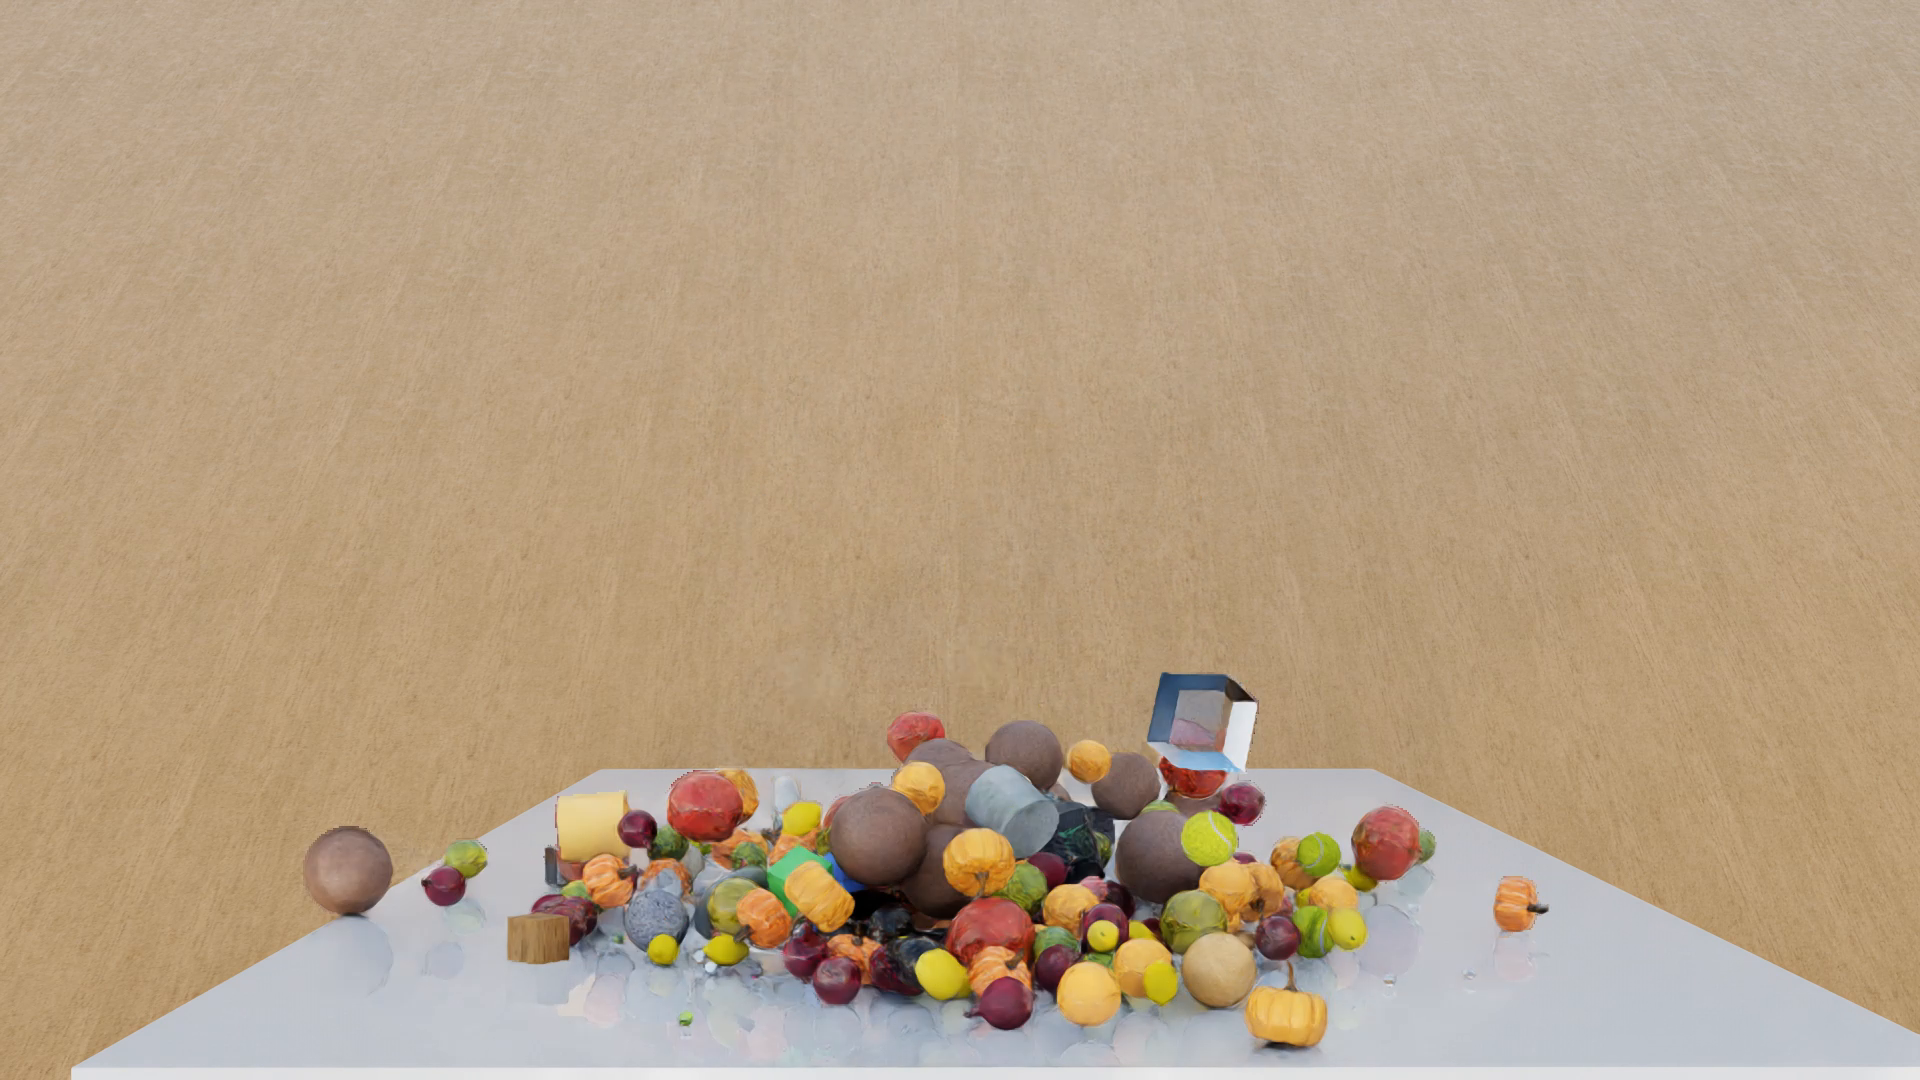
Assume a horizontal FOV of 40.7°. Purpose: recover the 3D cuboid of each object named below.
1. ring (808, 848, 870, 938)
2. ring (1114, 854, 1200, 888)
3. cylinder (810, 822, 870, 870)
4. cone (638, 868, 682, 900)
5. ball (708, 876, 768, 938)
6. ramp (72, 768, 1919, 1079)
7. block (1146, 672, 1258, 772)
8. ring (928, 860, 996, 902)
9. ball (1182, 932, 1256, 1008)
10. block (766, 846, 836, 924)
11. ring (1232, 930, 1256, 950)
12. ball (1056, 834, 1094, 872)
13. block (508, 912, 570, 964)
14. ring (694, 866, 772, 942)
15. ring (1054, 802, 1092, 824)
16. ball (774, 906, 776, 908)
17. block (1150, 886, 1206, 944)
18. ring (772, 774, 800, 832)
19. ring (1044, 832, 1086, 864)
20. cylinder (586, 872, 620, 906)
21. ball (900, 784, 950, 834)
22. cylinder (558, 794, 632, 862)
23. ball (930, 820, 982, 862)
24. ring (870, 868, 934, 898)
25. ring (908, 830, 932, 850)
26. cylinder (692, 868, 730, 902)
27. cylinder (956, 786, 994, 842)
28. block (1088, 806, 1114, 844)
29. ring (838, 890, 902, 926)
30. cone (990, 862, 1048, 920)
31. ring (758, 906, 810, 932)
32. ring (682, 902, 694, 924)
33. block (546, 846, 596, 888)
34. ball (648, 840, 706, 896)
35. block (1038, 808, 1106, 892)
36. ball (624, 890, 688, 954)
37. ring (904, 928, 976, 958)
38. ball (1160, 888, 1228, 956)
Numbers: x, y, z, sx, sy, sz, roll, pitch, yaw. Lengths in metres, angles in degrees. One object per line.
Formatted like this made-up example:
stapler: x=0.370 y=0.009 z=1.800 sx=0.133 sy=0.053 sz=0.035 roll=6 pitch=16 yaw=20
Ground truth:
ring: x=-0.170 y=0.490 z=3.597 sx=0.043 sy=0.129 sz=0.129 roll=11 pitch=33 yaw=30
ring: x=0.323 y=0.544 z=4.255 sx=0.142 sy=0.047 sz=0.142 roll=0 pitch=-1 yaw=0
cylinder: x=-0.197 y=0.512 z=4.224 sx=0.079 sy=0.079 sz=0.079 roll=-13 pitch=73 yaw=-21
cone: x=-0.460 y=0.528 z=3.895 sx=0.060 sy=0.060 sz=0.060 roll=-17 pitch=23 yaw=28
ball: x=-0.293 y=0.486 z=3.425 sx=0.080 sy=0.080 sz=0.080 roll=0 pitch=32 yaw=0
ramp: x=0.070 y=0.622 z=4.707 sx=2.000 sy=0.100 sz=4.000 roll=0 pitch=-1 yaw=0
block: x=0.319 y=0.240 z=3.410 sx=0.098 sy=0.098 sz=0.098 roll=0 pitch=65 yaw=33
ring: x=0.014 y=0.538 z=4.088 sx=0.135 sy=0.045 sz=0.135 roll=10 pitch=3 yaw=-1
ball: x=0.307 y=0.511 z=3.075 sx=0.089 sy=0.089 sz=0.089 roll=0 pitch=32 yaw=0
block: x=-0.210 y=0.457 z=3.439 sx=0.062 sy=0.062 sz=0.062 roll=24 pitch=45 yaw=32
ring: x=0.353 y=0.538 z=3.412 sx=0.078 sy=0.026 sz=0.078 roll=-23 pitch=-1 yaw=-1
ball: x=0.193 y=0.532 z=4.457 sx=0.075 sy=0.075 sz=0.075 roll=0 pitch=32 yaw=0
block: x=-0.561 y=0.530 z=3.449 sx=0.058 sy=0.058 sz=0.058 roll=0 pitch=-1 yaw=37
ring: x=-0.306 y=0.495 z=3.525 sx=0.126 sy=0.126 sz=0.042 roll=-23 pitch=54 yaw=-32
ring: x=0.137 y=0.406 z=3.733 sx=0.110 sy=0.037 sz=0.110 roll=-10 pitch=9 yaw=2
ball: x=-0.273 y=0.539 z=3.967 sx=0.052 sy=0.052 sz=0.052 roll=0 pitch=32 yaw=0
block: x=0.306 y=0.525 z=3.630 sx=0.072 sy=0.072 sz=0.072 roll=0 pitch=-1 yaw=8
ring: x=-0.321 y=0.503 z=4.789 sx=0.047 sy=0.142 sz=0.142 roll=-2 pitch=32 yaw=-6
ring: x=0.175 y=0.504 z=4.324 sx=0.087 sy=0.029 sz=0.087 roll=-41 pitch=13 yaw=11
cylinder: x=-0.533 y=0.522 z=3.870 sx=0.052 sy=0.052 sz=0.052 roll=-6 pitch=-7 yaw=-9
ball: x=-0.059 y=0.453 z=4.360 sx=0.086 sy=0.086 sz=0.086 roll=0 pitch=32 yaw=0
cylinder: x=-0.563 y=0.444 z=3.993 sx=0.099 sy=0.099 sz=0.099 roll=-5 pitch=32 yaw=-2
ball: x=-0.006 y=0.524 z=4.447 sx=0.090 sy=0.090 sz=0.090 roll=0 pitch=32 yaw=0
ring: x=-0.096 y=0.547 z=4.125 sx=0.117 sy=0.039 sz=0.117 roll=0 pitch=-2 yaw=0
ring: x=-0.057 y=0.527 z=4.722 sx=0.087 sy=0.087 sz=0.029 roll=15 pitch=37 yaw=22
cylinder: x=-0.365 y=0.533 z=3.938 sx=0.063 sy=0.063 sz=0.063 roll=-20 pitch=10 yaw=-30
cylinder: x=0.051 y=0.477 z=4.540 sx=0.091 sy=0.091 sz=0.091 roll=-13 pitch=7 yaw=-20
block: x=0.250 y=0.539 z=4.902 sx=0.067 sy=0.067 sz=0.067 roll=0 pitch=-3 yaw=-13
ring: x=-0.121 y=0.498 z=3.503 sx=0.087 sy=0.087 sz=0.029 roll=1 pitch=62 yaw=2
cone: x=0.083 y=0.543 z=3.876 sx=0.090 sy=0.090 sz=0.090 roll=4 pitch=26 yaw=6
ring: x=-0.269 y=0.532 z=3.694 sx=0.134 sy=0.134 sz=0.045 roll=-1 pitch=75 yaw=-2
ring: x=-0.433 y=0.547 z=3.796 sx=0.093 sy=0.031 sz=0.093 roll=1 pitch=-2 yaw=0
block: x=-0.642 y=0.537 z=4.265 sx=0.061 sy=0.061 sz=0.061 roll=0 pitch=-1 yaw=-32
ball: x=-0.449 y=0.521 z=4.108 sx=0.091 sy=0.091 sz=0.091 roll=0 pitch=32 yaw=0
block: x=0.152 y=0.435 z=3.632 sx=0.076 sy=0.076 sz=0.076 roll=-17 pitch=55 yaw=6
ball: x=-0.406 y=0.512 z=3.471 sx=0.085 sy=0.085 sz=0.085 roll=0 pitch=32 yaw=0
ring: x=-0.026 y=0.541 z=3.477 sx=0.100 sy=0.033 sz=0.100 roll=-2 pitch=-4 yaw=0
ball: x=0.304 y=0.499 z=3.370 sx=0.090 sy=0.090 sz=0.090 roll=0 pitch=32 yaw=0
